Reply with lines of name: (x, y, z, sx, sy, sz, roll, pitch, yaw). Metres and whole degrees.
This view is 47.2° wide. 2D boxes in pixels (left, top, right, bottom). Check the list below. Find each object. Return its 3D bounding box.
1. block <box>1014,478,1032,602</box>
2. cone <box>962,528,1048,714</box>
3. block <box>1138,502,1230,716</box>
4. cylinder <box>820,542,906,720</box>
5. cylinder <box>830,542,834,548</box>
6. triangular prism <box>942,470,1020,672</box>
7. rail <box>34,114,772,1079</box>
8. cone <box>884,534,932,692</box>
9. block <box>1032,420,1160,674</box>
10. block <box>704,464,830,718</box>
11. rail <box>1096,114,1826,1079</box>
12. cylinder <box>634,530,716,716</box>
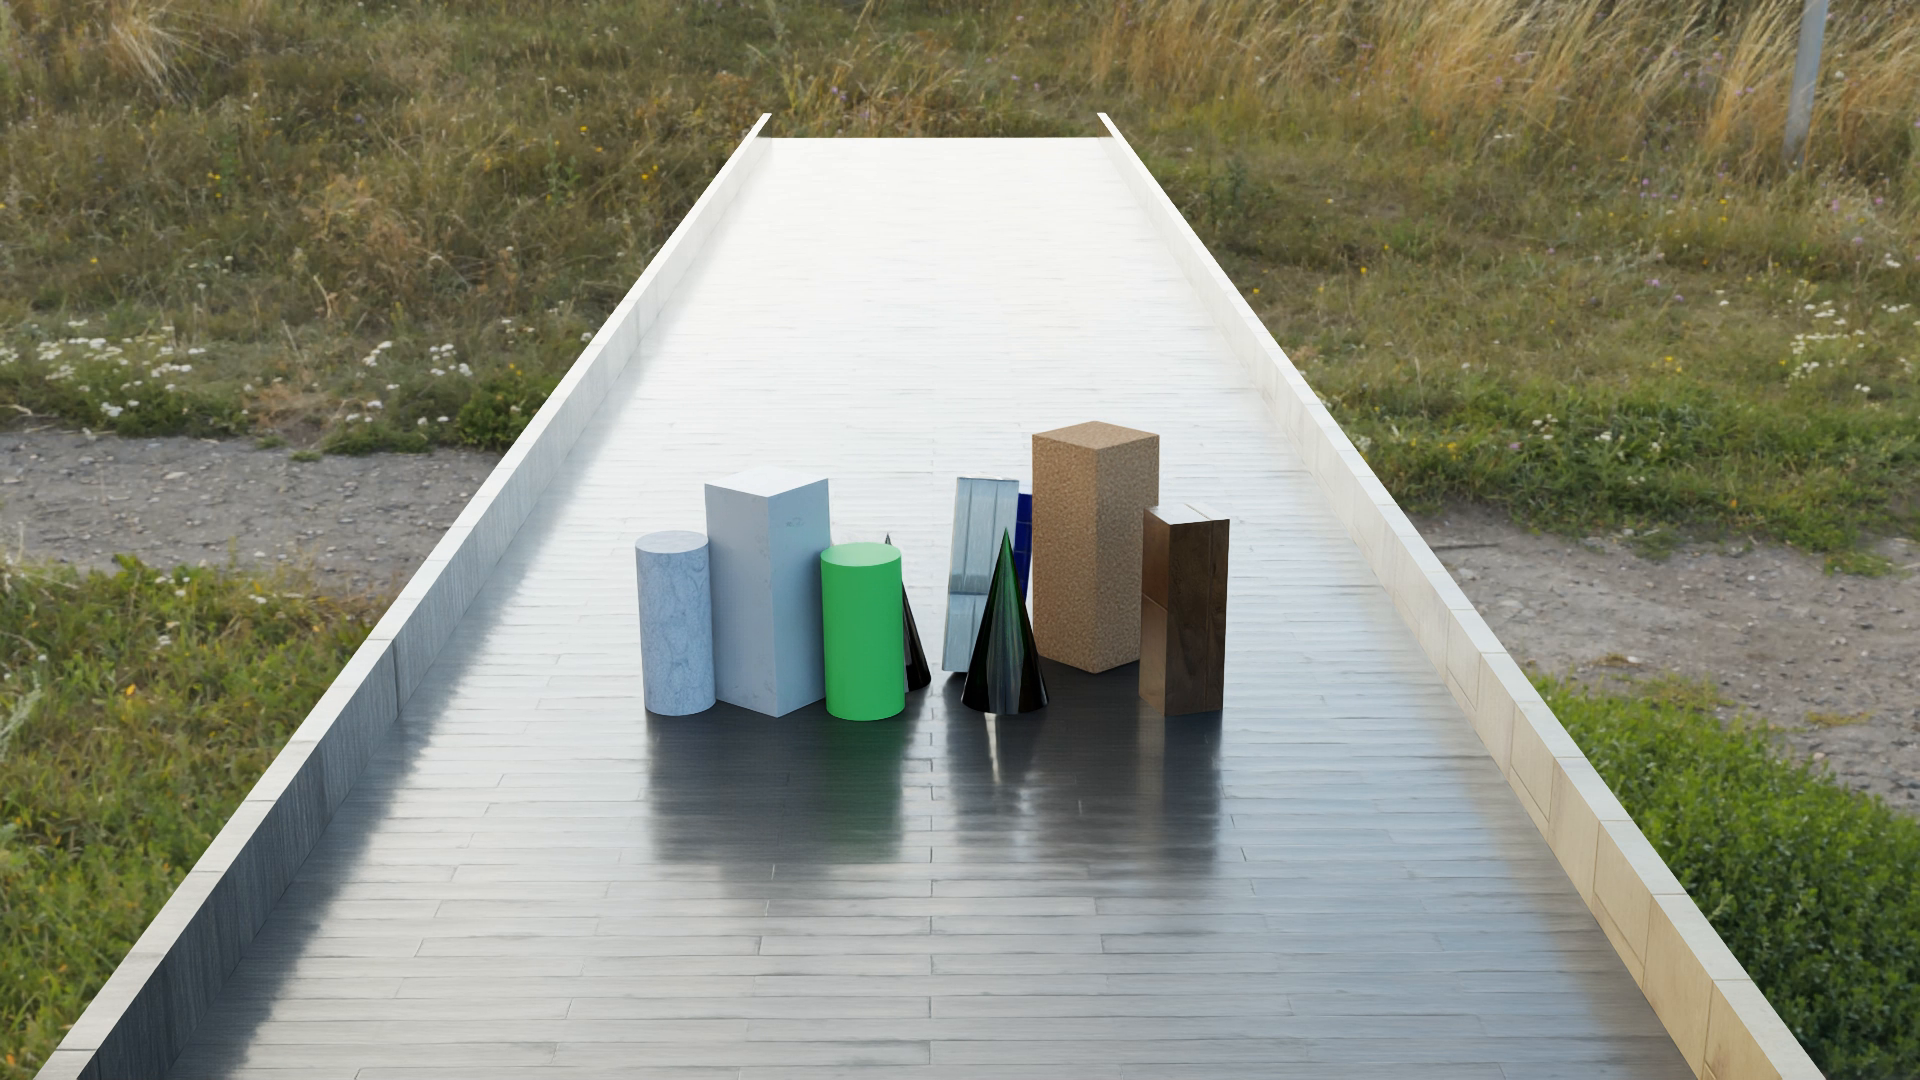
block: (0.091, 0.032, 4.569, 0.111, 0.304, 0.111, 6, 17, 1)
cone: (0.086, 0.138, 4.157, 0.168, 0.345, 0.168, 0, 17, 0)
block: (0.420, 0.129, 4.135, 0.121, 0.375, 0.121, -5, 17, -18)
cylinder: (-0.181, 0.170, 4.120, 0.150, 0.302, 0.150, -1, 17, 0)
cylinder: (-0.409, 0.081, 4.710, 0.139, 0.139, 0.355, 8, 18, 24)
triangular prism: (0.032, 0.061, 4.334, 0.122, 0.384, 0.106, 3, 10, -9)
rail: (-1.118, -0.838, 7.780, 0.050, 0.150, 12.000, 0, 17, -1)
cone: (-0.139, 0.128, 4.269, 0.167, 0.301, 0.167, 0, 17, 0)
block: (0.270, 0.011, 4.390, 0.178, 0.454, 0.178, -15, 21, -40)
block: (-0.356, 0.094, 4.153, 0.163, 0.428, 0.163, 12, 22, 38)
rail: (0.932, -0.844, 7.801, 0.050, 0.150, 12.000, 0, 17, -1)
cylinder: (-0.534, 0.155, 4.134, 0.136, 0.321, 0.136, 0, 18, 0)
